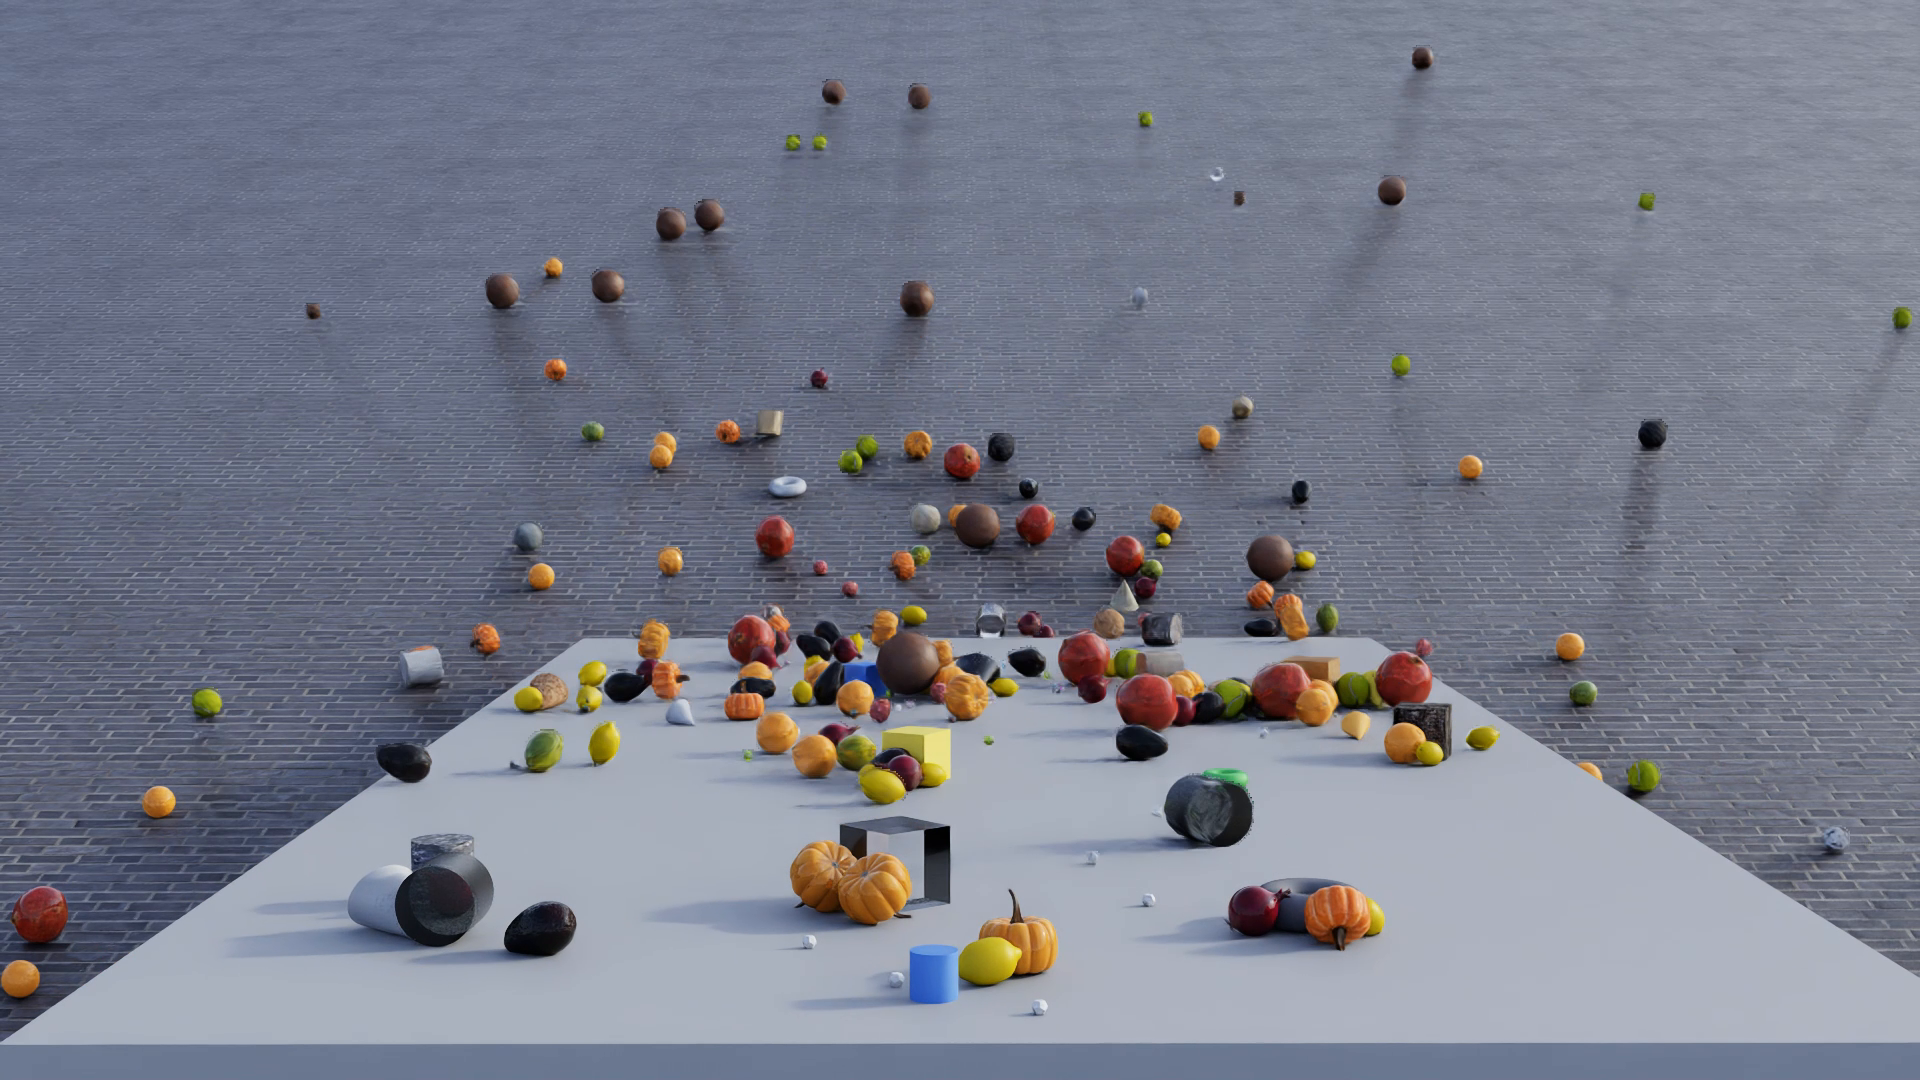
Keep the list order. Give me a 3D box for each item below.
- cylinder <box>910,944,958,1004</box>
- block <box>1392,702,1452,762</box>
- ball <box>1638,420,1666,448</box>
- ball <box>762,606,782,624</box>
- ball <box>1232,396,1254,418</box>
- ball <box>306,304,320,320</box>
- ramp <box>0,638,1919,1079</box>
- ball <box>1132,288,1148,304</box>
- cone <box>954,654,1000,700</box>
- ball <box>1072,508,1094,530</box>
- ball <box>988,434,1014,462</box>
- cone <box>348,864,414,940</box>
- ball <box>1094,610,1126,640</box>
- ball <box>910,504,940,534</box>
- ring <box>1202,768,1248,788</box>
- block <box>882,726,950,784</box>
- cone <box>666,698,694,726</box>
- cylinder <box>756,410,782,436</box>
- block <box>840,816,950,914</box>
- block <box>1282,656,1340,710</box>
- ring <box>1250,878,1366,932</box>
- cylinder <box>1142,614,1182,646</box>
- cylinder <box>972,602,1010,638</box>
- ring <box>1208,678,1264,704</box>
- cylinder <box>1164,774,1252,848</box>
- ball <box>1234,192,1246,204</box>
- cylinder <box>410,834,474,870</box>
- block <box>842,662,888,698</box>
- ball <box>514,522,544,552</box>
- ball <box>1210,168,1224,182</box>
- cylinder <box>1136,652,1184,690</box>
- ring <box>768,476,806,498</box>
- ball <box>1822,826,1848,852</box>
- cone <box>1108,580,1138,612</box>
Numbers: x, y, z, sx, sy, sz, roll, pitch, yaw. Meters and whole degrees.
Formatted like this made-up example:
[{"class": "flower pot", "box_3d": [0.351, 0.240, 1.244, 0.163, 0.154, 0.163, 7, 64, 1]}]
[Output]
[{"class": "cylinder", "box_3d": [-0.028, 0.460, 2.720, 0.052, 0.052, 0.052, 0, 4, 0]}, {"class": "block", "box_3d": [0.804, 0.332, 4.462, 0.089, 0.089, 0.089, 1, 4, 18]}, {"class": "ball", "box_3d": [2.239, -0.342, 8.299, 0.090, 0.090, 0.090, 0, 20, 0]}, {"class": "ball", "box_3d": [-0.503, 0.200, 6.870, 0.050, 0.050, 0.050, 0, 20, 0]}, {"class": "ball", "box_3d": [0.948, -0.447, 8.613, 0.072, 0.072, 0.072, 0, 20, 0]}, {"class": "ball", "box_3d": [-2.468, -0.871, 9.798, 0.058, 0.058, 0.058, 0, 20, 0]}, {"class": "ramp", "box_3d": [0.047, 0.423, 4.534, 2.000, 0.100, 4.000, 0, 4, 0]}, {"class": "ball", "box_3d": [0.704, -0.951, 10.007, 0.065, 0.065, 0.065, 0, 20, 0]}, {"class": "cone", "box_3d": [0.030, 0.303, 5.302, 0.099, 0.099, 0.099, 2, 30, 7]}, {"class": "ball", "box_3d": [0.362, -0.060, 7.560, 0.066, 0.066, 0.066, 0, 20, 0]}, {"class": "ball", "box_3d": [0.131, -0.292, 8.164, 0.087, 0.087, 0.087, 0, 20, 0]}, {"class": "cone", "box_3d": [-0.664, 0.446, 3.037, 0.089, 0.089, 0.089, -14, 38, -34]}, {"class": "ball", "box_3d": [0.340, 0.192, 5.827, 0.069, 0.069, 0.069, 0, 20, 0]}, {"class": "ball", "box_3d": [-0.100, -0.061, 7.531, 0.088, 0.088, 0.088, 0, 20, 0]}, {"class": "ring", "box_3d": [0.425, 0.385, 4.134, 0.077, 0.026, 0.077, 0, 5, 0]}, {"class": "block", "box_3d": [-0.072, 0.352, 4.208, 0.081, 0.081, 0.081, 2, 4, 31]}, {"class": "cone", "box_3d": [-0.521, 0.339, 4.882, 0.054, 0.054, 0.054, -18, 41, -40]}, {"class": "cylinder", "box_3d": [-0.623, -0.382, 8.390, 0.076, 0.076, 0.076, 4, -6, 0]}, {"class": "block", "box_3d": [-0.082, 0.406, 3.214, 0.098, 0.098, 0.098, -3, 5, -40]}, {"class": "block", "box_3d": [0.704, 0.286, 5.154, 0.095, 0.095, 0.095, 1, 4, 22]}, {"class": "ring", "box_3d": [0.419, 0.440, 3.091, 0.139, 0.046, 0.139, 0, 5, 0]}, {"class": "cylinder", "box_3d": [0.498, 0.222, 6.344, 0.074, 0.074, 0.074, 1, 19, 26]}, {"class": "cylinder", "box_3d": [0.082, 0.217, 6.784, 0.077, 0.077, 0.077, 7, 46, 18]}, {"class": "ring", "box_3d": [0.570, 0.308, 5.226, 0.131, 0.044, 0.131, -1, 4, 0]}, {"class": "cylinder", "box_3d": [0.352, 0.383, 3.635, 0.090, 0.090, 0.090, -10, 7, -25]}, {"class": "ball", "box_3d": [1.272, -1.552, 11.674, 0.055, 0.055, 0.055, 0, 20, 0]}, {"class": "cylinder", "box_3d": [-0.651, 0.415, 3.230, 0.078, 0.078, 0.078, 0, 4, 0]}, {"class": "block", "box_3d": [-0.197, 0.290, 5.336, 0.066, 0.066, 0.066, 3, 5, 42]}, {"class": "ball", "box_3d": [-1.242, -0.008, 7.394, 0.082, 0.082, 0.082, 0, 20, 0]}, {"class": "ball", "box_3d": [1.217, -1.727, 12.146, 0.060, 0.060, 0.060, 0, 20, 0]}, {"class": "cylinder", "box_3d": [0.421, 0.277, 5.421, 0.081, 0.081, 0.081, -1, 20, -15]}, {"class": "ring", "box_3d": [-0.529, -0.163, 7.883, 0.116, 0.039, 0.116, -1, 20, 1]}, {"class": "ball", "box_3d": [1.915, 0.654, 5.616, 0.054, 0.054, 0.054, 0, 20, 0]}, {"class": "cone", "box_3d": [0.446, 0.143, 6.979, 0.082, 0.082, 0.082, 0, 20, 0]}]
